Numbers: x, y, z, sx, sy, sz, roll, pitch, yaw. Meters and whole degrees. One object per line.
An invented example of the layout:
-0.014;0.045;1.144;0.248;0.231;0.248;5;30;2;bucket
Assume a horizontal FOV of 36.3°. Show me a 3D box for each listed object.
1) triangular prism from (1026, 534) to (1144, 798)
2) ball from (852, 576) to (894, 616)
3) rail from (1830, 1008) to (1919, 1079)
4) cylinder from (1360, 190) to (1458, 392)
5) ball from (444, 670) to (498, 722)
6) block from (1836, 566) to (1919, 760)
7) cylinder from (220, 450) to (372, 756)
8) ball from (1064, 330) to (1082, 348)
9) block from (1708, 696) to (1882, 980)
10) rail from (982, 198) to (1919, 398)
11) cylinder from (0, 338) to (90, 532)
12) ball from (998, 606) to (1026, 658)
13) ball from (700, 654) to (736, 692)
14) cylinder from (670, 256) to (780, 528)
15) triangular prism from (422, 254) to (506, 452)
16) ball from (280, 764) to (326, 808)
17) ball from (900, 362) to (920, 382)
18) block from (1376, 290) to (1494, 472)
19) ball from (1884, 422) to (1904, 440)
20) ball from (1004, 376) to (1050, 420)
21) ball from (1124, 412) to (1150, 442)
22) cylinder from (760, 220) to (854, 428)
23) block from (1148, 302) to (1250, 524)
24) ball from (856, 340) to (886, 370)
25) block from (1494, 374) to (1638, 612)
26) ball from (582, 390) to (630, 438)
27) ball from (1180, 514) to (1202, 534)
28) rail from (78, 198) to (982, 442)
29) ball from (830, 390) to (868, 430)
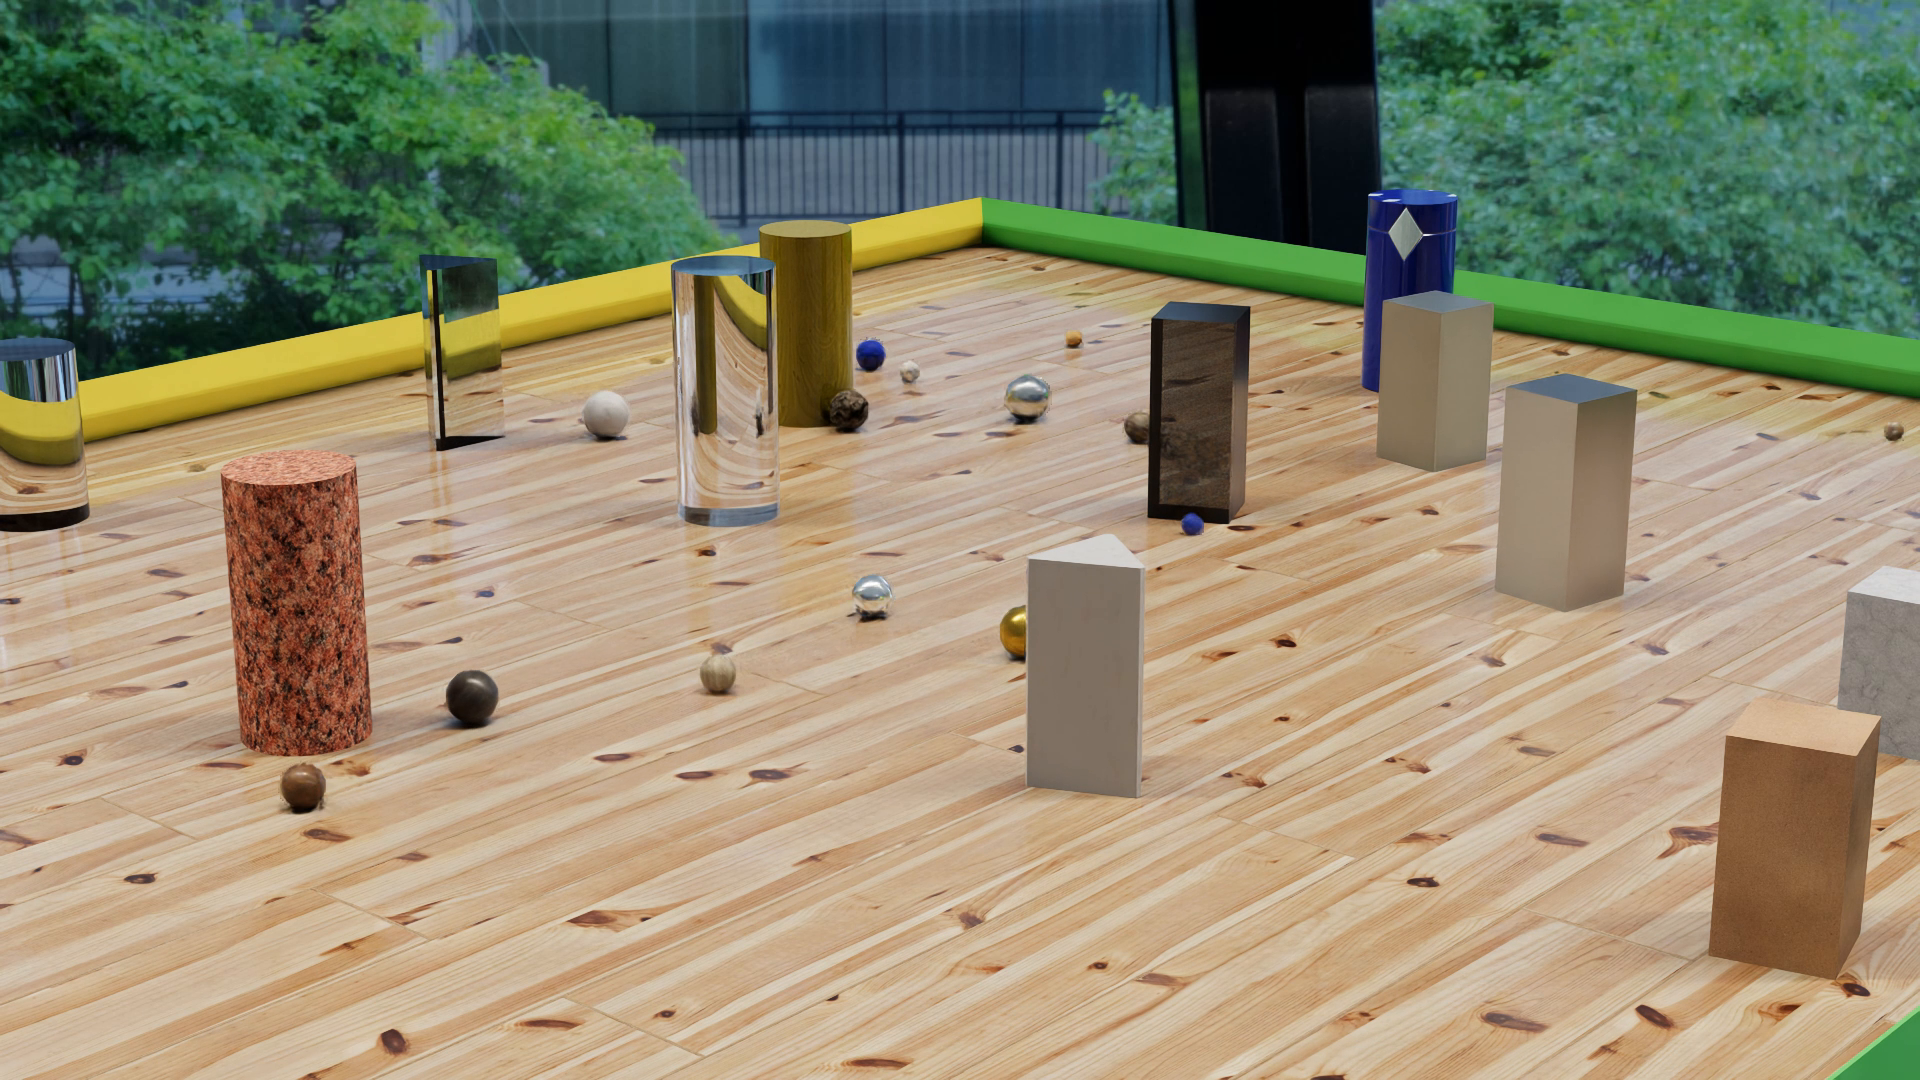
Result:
0.198;0.177;4.261;0.170;0.347;0.148;5;17;16;triangular prism
-0.150;0.096;5.011;0.071;0.071;0.071;0;17;0;ball
1.539;0.418;3.841;0.045;0.128;4.929;14;22;39;rail
1.002;-0.554;6.547;0.197;0.429;0.197;0;17;0;cylinder
-0.751;0.240;4.512;0.082;0.082;0.082;0;17;0;ball
1.431;0.186;4.416;0.157;0.241;0.157;12;20;34;block
-0.996;0.093;4.412;0.197;0.421;0.197;0;17;0;cylinder
0.270;-0.479;6.969;0.042;0.042;0.042;0;17;0;ball
1.052;0.374;3.697;0.157;0.297;0.157;8;19;26;block
1.600;-0.500;6.885;4.123;0.128;0.045;14;22;39;rail
-1.762;-0.200;5.546;0.197;0.329;0.197;0;17;0;cylinder
0.107;0.150;4.806;0.086;0.086;0.086;0;17;0;ball
-0.383;0.211;4.649;0.059;0.059;0.059;0;17;0;ball
-0.443;-0.283;5.556;0.197;0.482;0.197;0;17;0;cylinder
-1.070;-0.397;6.112;0.148;0.380;0.170;16;23;43;triangular prism
-0.936;0.350;4.178;0.064;0.064;0.064;0;17;0;ball
-0.114;-0.381;6.632;0.047;0.047;0.047;0;17;0;ball
0.965;-0.324;5.959;0.157;0.327;0.157;-13;21;-37;block
1.954;-0.228;6.137;0.040;0.040;0.040;0;17;0;ball
0.144;-0.305;6.295;0.097;0.097;0.097;0;17;0;ball
0.376;-0.237;6.128;0.064;0.064;0.064;0;17;0;ball
-0.328;-0.464;6.279;0.197;0.411;0.197;0;17;0;cylinder
0.455;-0.244;5.586;0.157;0.389;0.157;5;17;16;block
-0.206;-0.427;6.745;0.070;0.070;0.070;0;17;0;ball
1.051;-0.084;5.090;0.157;0.370;0.157;-13;21;-37;block
-0.744;-0.264;6.157;0.098;0.098;0.098;0;17;0;ball
0.433;-0.030;5.479;0.041;0.041;0.041;0;17;0;ball
-1.539;-0.354;6.399;0.045;0.128;4.929;14;22;39;rail
-0.236;-0.276;6.221;0.084;0.084;0.084;0;17;0;ball
